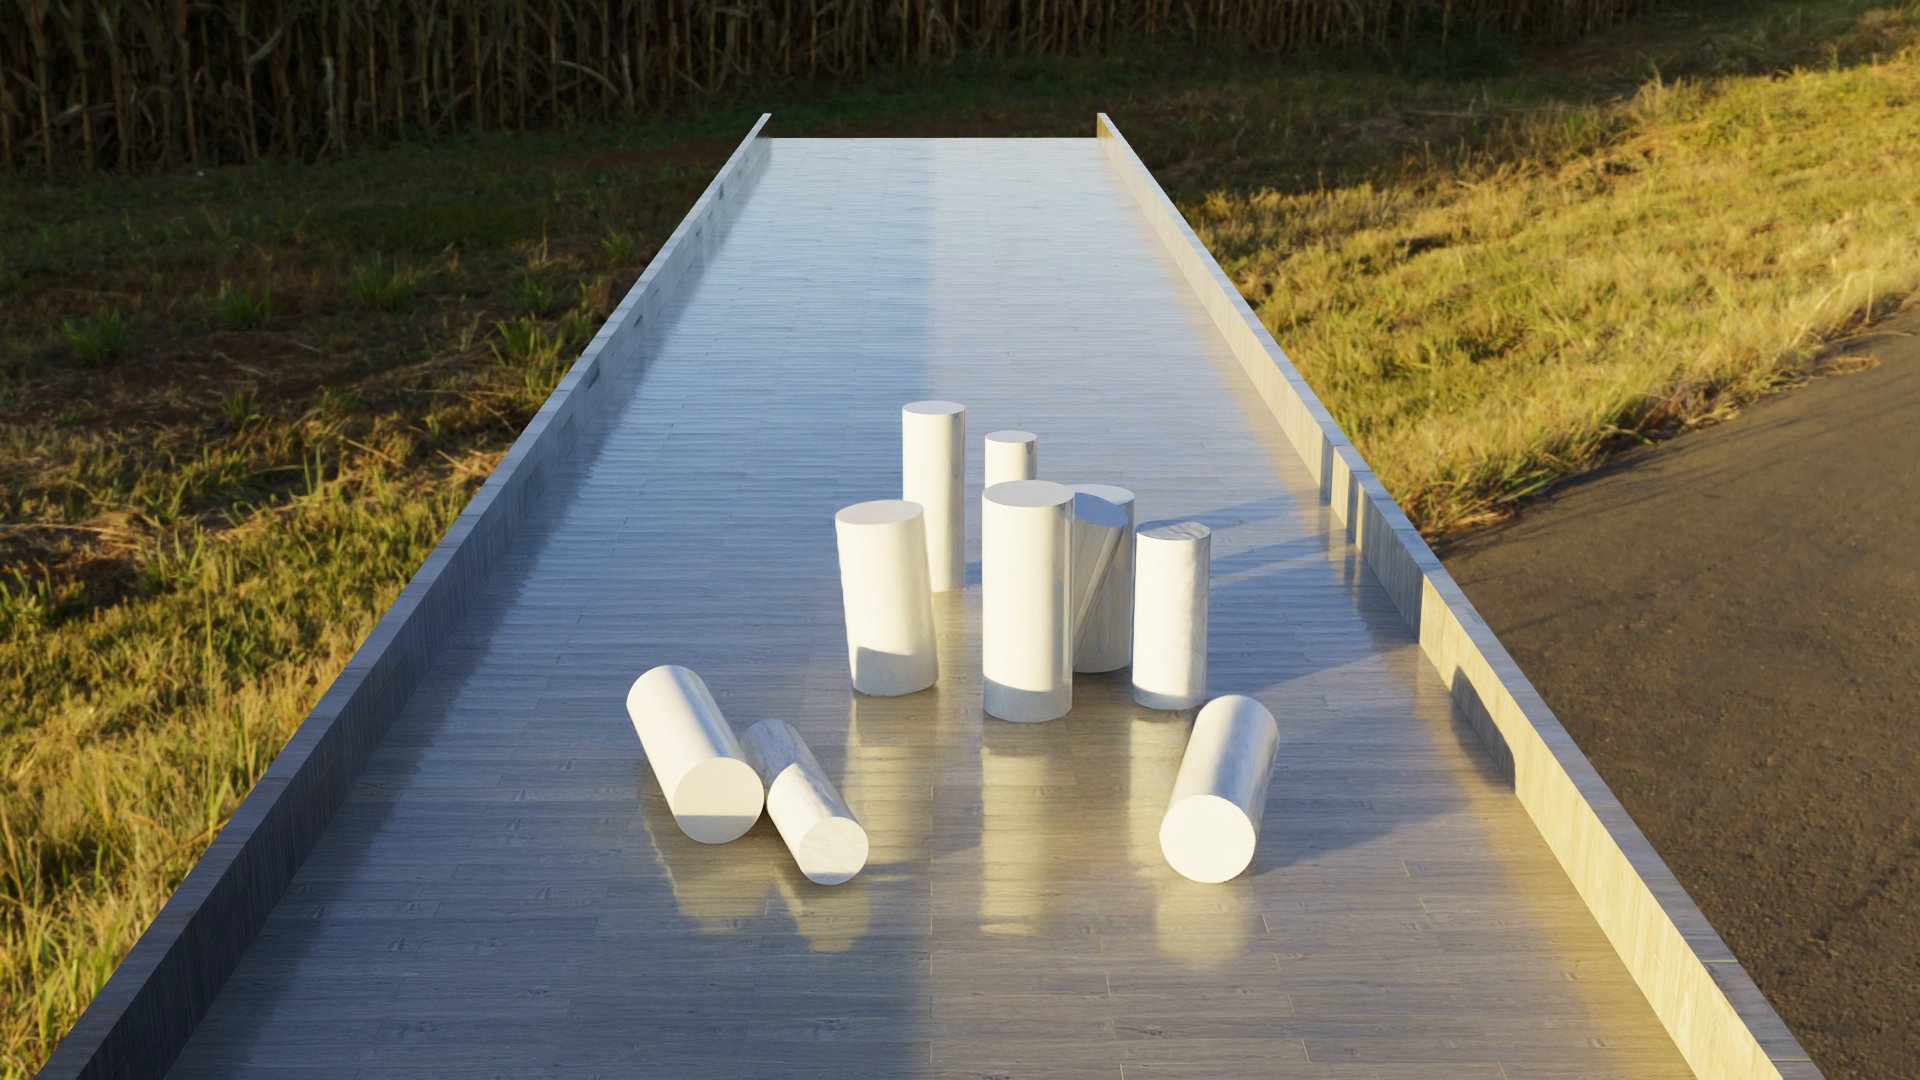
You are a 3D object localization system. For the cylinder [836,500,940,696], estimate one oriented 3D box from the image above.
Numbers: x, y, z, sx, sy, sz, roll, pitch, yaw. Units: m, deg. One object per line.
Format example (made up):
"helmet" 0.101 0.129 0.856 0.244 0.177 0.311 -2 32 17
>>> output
"cylinder" -0.139 0.110 4.238 0.171 0.340 0.171 -5 16 1

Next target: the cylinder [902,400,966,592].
"cylinder" -0.057 -0.097 4.852 0.137 0.400 0.137 0 17 0

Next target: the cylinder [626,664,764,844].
"cylinder" -0.458 0.359 3.757 0.150 0.150 0.458 -5 17 -17

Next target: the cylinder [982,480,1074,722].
"cylinder" 0.127 0.113 4.099 0.169 0.420 0.169 0 19 0

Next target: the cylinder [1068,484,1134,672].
"cylinder" 0.257 0.075 4.379 0.174 0.339 0.174 0 16 0

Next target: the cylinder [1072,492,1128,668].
"cylinder" 0.203 0.096 4.234 0.134 0.357 0.134 16 25 -7

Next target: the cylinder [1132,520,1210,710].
"cylinder" 0.399 0.141 4.169 0.142 0.333 0.142 0 17 0

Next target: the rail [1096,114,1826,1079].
"rail" 0.932 -0.844 7.801 0.050 0.150 12.000 0 17 -1

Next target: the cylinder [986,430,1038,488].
"cylinder" 0.107 -0.025 4.621 0.108 0.394 0.108 0 17 0

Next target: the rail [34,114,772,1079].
"rail" -1.118 -0.838 7.780 0.050 0.150 12.000 0 17 -1

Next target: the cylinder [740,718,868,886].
"cylinder" -0.263 0.423 3.606 0.114 0.114 0.439 -5 17 -17

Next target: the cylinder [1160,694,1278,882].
"cylinder" 0.432 0.401 3.618 0.147 0.147 0.449 4 17 12
